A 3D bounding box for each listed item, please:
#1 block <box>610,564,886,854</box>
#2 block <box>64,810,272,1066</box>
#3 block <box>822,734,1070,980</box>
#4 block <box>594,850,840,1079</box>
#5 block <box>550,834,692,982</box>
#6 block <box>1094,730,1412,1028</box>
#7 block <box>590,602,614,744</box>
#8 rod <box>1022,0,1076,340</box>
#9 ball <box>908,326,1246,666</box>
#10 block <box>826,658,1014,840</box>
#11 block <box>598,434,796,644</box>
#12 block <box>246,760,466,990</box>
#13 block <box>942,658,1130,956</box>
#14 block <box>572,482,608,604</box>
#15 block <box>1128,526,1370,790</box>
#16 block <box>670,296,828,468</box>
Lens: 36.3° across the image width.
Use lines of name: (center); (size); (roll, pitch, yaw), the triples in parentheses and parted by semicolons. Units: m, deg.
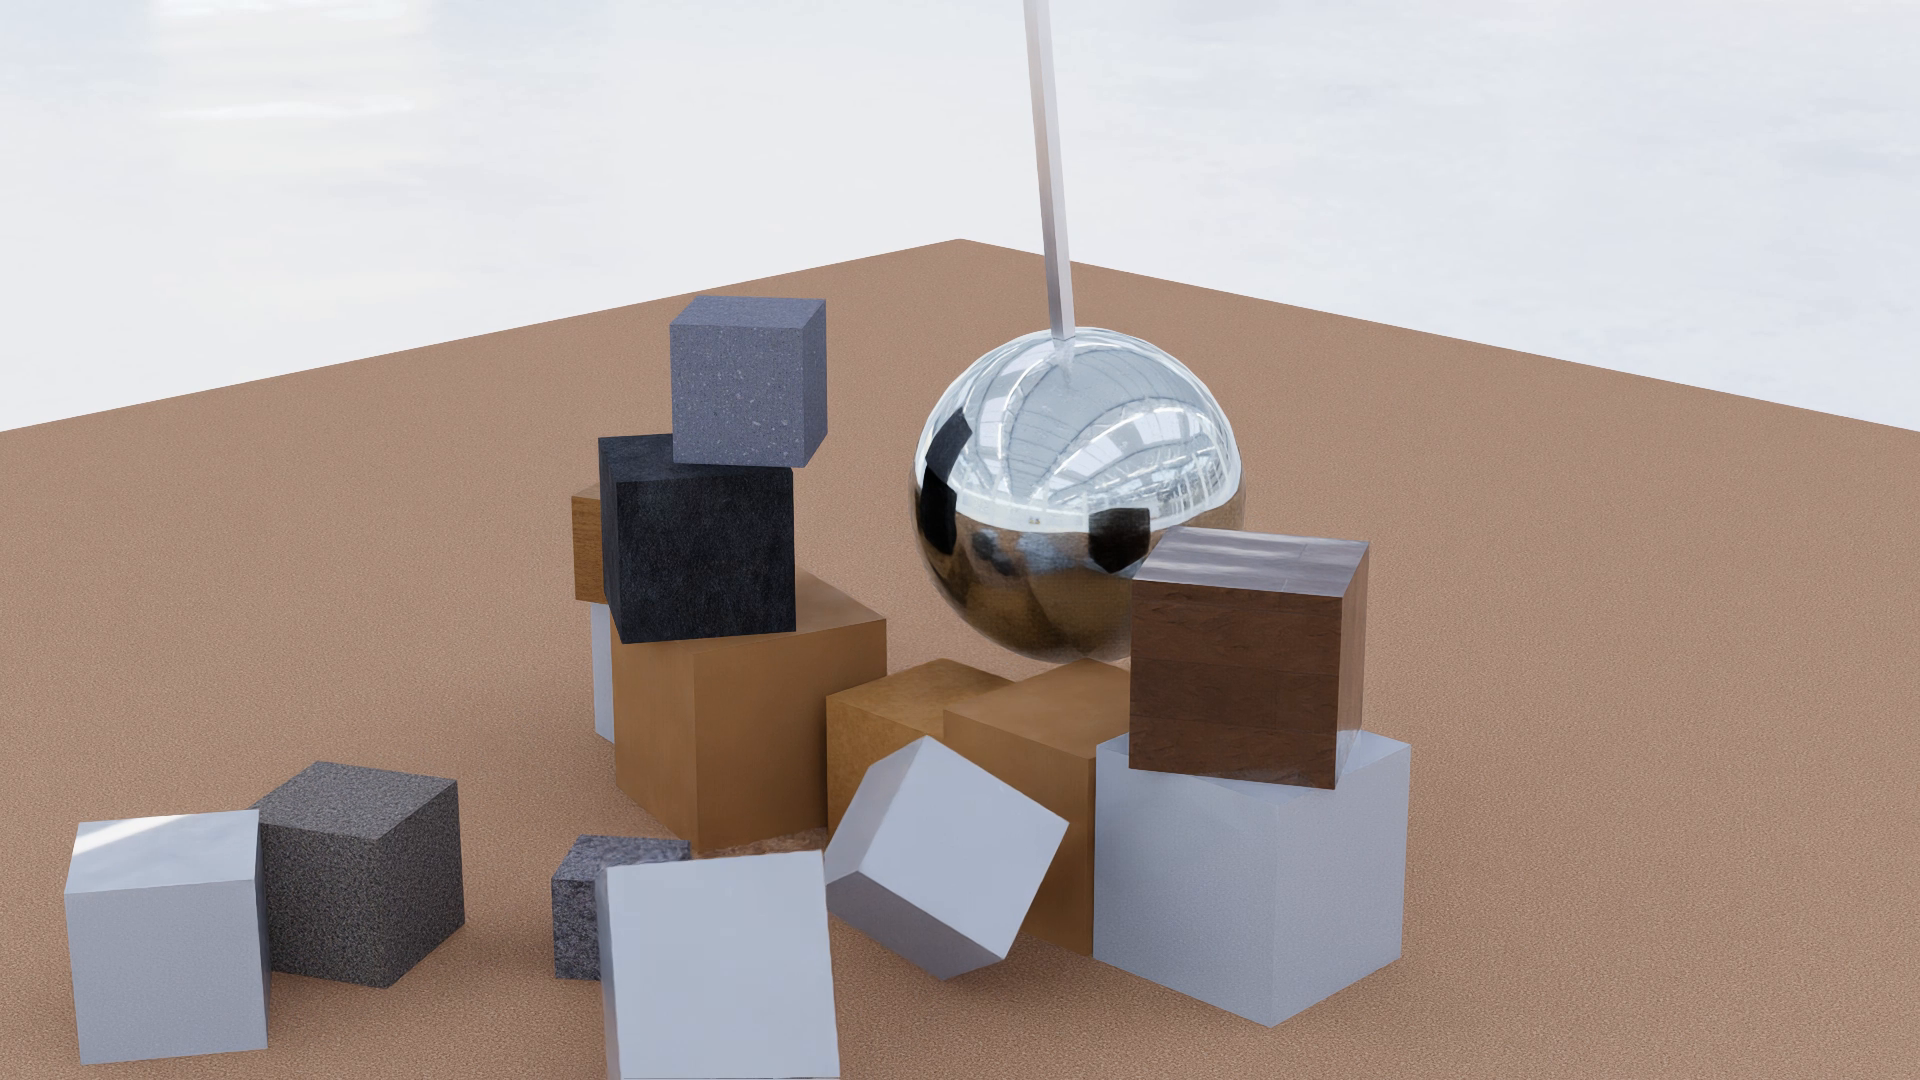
block: (-1.022, 0.793, 14.171); (1.005, 0.989, 0.961); (-10, 20, -28)
block: (-3.219, 1.610, 11.980); (0.726, 0.744, 0.727); (-3, 18, -11)
block: (-0.105, 1.327, 12.173); (0.709, 0.647, 0.684); (32, -24, -11)
block: (-0.942, 1.664, 11.198); (0.804, 0.849, 0.787); (-3, -9, -11)
block: (-1.441, 1.579, 12.556); (0.489, 0.459, 0.476); (2, 18, 8)
block: (1.236, 1.330, 12.477); (0.960, 0.981, 0.913); (16, 23, 41)
block: (-1.383, 0.662, 14.974); (0.720, 0.758, 0.736); (-12, 21, -33)
rod: (0.239, -3.329, 12.547); (0.080, 5.200, 0.080); (17, 31, 42)
ball: (0.552, -0.206, 13.856); (1.600, 1.600, 1.600); (0, 17, 0)
block: (-0.055, 1.078, 13.715); (0.763, 0.719, 0.842); (-17, 24, -42)
block: (-1.248, -0.031, 13.850); (0.812, 0.776, 0.785); (-4, 18, -12)
block: (-2.626, 1.433, 12.647); (0.693, 0.682, 0.694); (6, 18, 18)
block: (0.562, 1.169, 13.104); (0.860, 0.912, 0.945); (16, 24, 42)
block: (-1.527, -0.010, 14.930); (0.634, 0.550, 0.648); (7, 19, 23)
block: (1.208, 0.474, 12.195); (0.852, 0.821, 0.765); (5, 18, 15)
block: (-0.981, -0.749, 13.736); (0.617, 0.659, 0.599); (2, 18, 7)
